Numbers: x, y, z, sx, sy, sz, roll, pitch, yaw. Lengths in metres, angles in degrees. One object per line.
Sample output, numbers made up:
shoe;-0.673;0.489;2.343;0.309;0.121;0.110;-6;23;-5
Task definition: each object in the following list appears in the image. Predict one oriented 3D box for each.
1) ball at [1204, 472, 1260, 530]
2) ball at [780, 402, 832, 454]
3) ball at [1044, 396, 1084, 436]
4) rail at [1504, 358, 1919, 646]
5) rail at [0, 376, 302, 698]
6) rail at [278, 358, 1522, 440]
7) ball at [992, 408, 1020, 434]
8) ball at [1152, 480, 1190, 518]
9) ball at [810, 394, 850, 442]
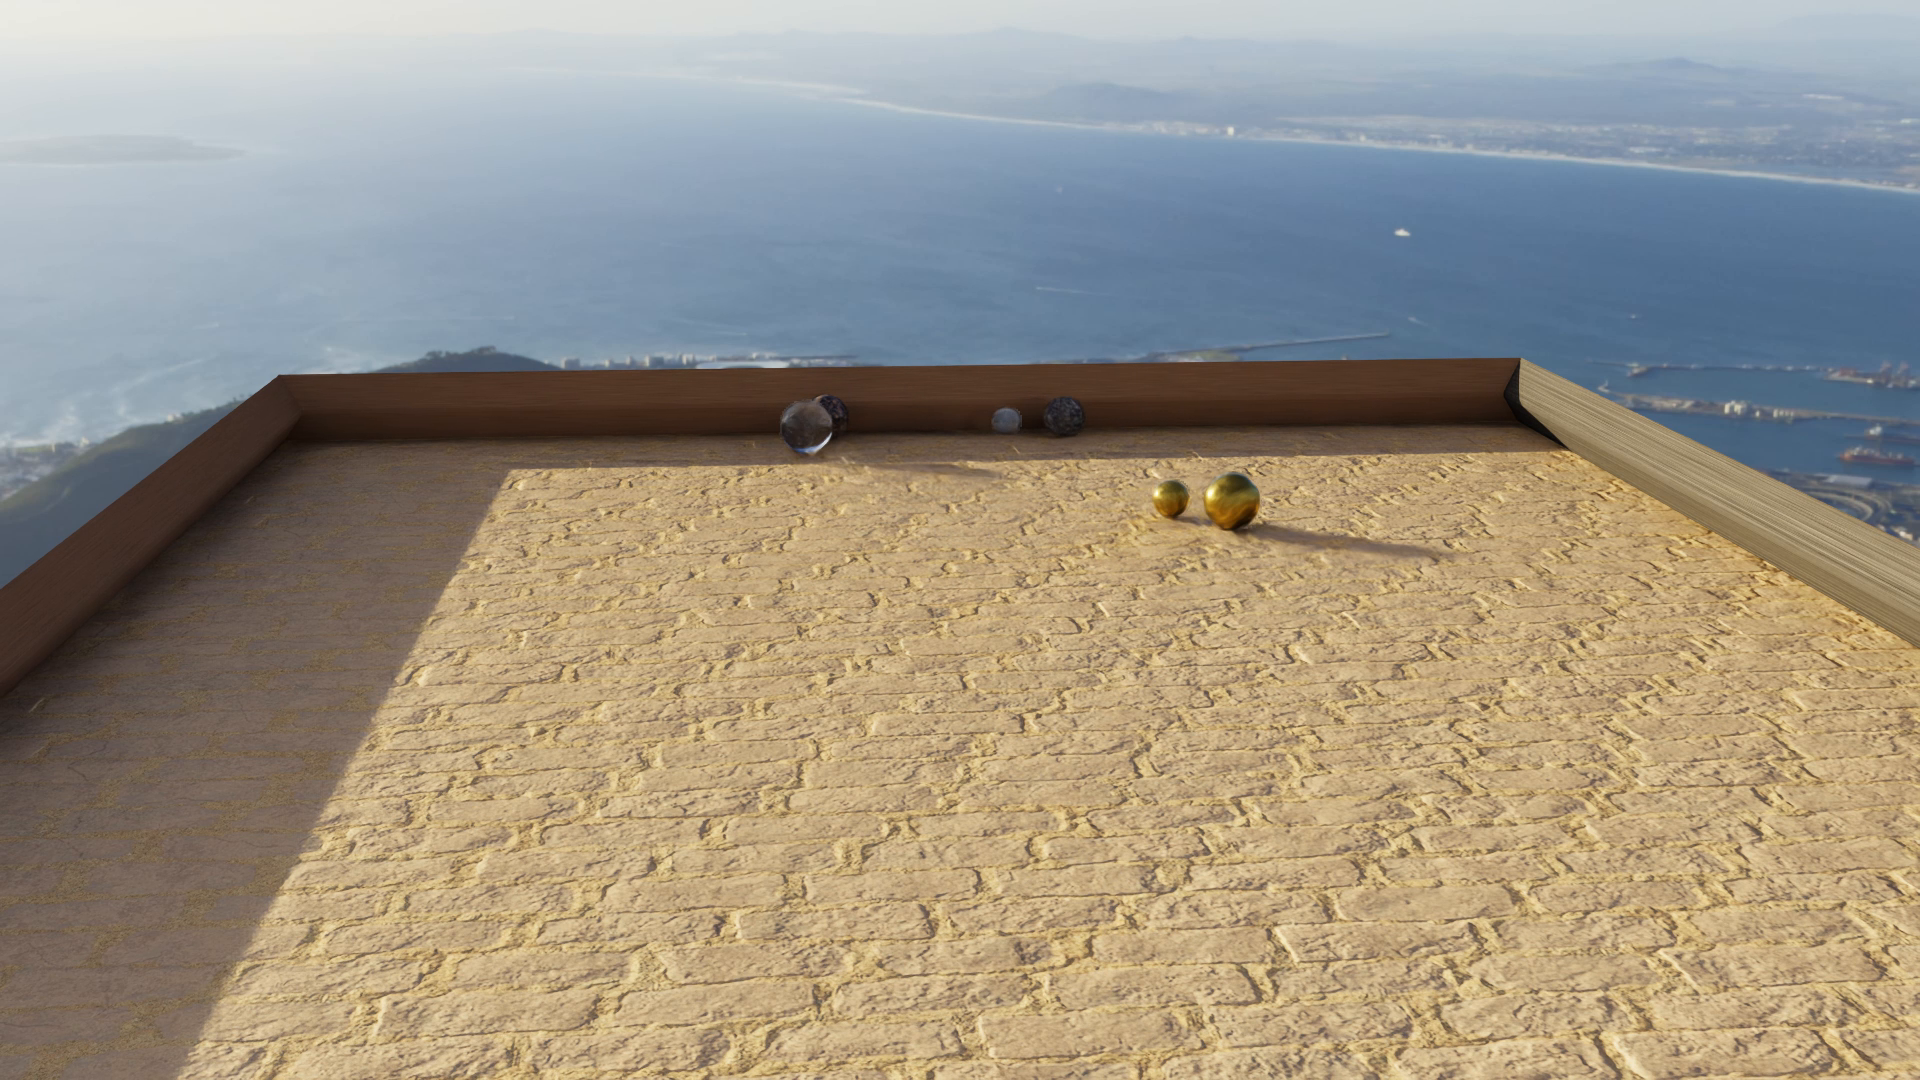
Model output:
ball;0.389;-0.056;3.142;0.081;0.081;0.081;0;14;0
ball;-0.256;-0.188;3.665;0.087;0.087;0.087;0;14;0
ball;0.180;-0.214;3.810;0.068;0.068;0.068;0;14;0
rail;1.140;0.182;2.108;0.045;0.113;3.791;-1;14;-5
rail;-0.981;0.225;1.935;0.045;0.113;3.791;-1;14;-5
rail;-0.077;-0.243;3.832;2.176;0.113;0.045;-1;14;-5
ball;0.080;-0.207;3.825;0.047;0.047;0.047;0;14;0
ball;0.308;-0.060;3.215;0.054;0.054;0.054;0;14;0
ball;-0.230;-0.209;3.765;0.080;0.080;0.080;0;14;0
